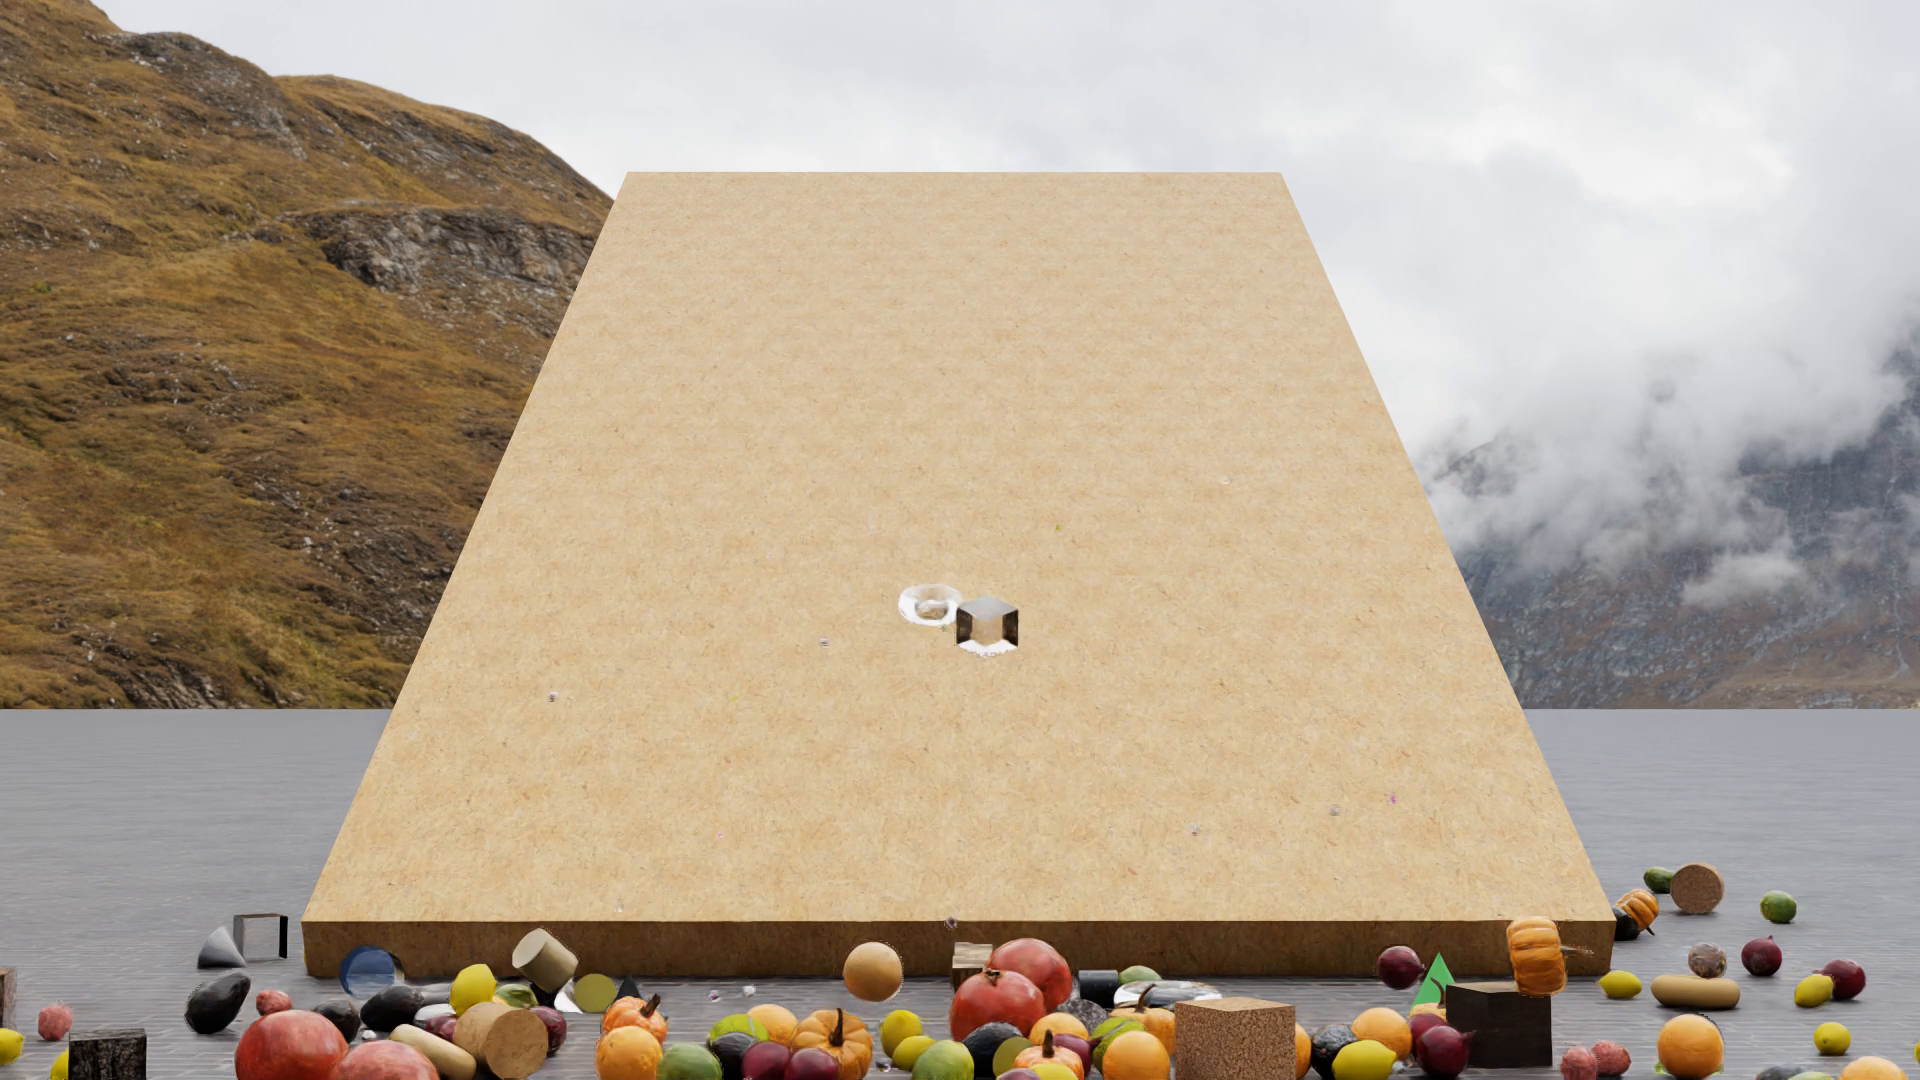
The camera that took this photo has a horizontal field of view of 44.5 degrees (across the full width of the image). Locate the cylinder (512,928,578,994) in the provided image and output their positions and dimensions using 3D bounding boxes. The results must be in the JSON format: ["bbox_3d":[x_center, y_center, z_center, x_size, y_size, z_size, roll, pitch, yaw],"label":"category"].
[{"bbox_3d":[-0.535,0.542,3.018,0.059,0.059,0.059,-4,-44,48],"label":"cylinder"}]

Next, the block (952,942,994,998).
[{"bbox_3d":[0.019,0.613,3.338,0.055,0.055,0.055,0,31,3],"label":"block"}]

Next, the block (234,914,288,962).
[{"bbox_3d":[-1.149,0.652,3.851,0.069,0.069,0.069,3,-5,-33],"label":"block"}]

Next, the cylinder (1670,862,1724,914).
[{"bbox_3d":[1.477,0.696,4.699,0.098,0.098,0.098,-1,-4,20],"label":"cylinder"}]

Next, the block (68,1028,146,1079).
[{"bbox_3d":[-0.887,0.551,2.437,0.074,0.074,0.074,2,-4,-21],"label":"block"}]

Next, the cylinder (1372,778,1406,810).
[{"bbox_3d":[0.709,0.422,3.875,0.050,0.050,0.050,-5,-10,-1],"label":"cylinder"}]

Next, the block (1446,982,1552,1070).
[{"bbox_3d":[0.629,0.566,2.739,0.087,0.087,0.087,2,-4,-21],"label":"block"}]

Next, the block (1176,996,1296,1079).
[{"bbox_3d":[0.298,0.549,2.542,0.092,0.092,0.092,3,-5,-32],"label":"block"}]

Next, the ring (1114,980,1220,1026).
[{"bbox_3d":[0.275,0.610,3.092,0.145,0.048,0.145,1,-5,0],"label":"ring"}]

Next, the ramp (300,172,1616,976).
[{"bbox_3d":[-0.009,-0.229,5.394,2.000,0.100,4.000,0,25,0],"label":"ramp"}]

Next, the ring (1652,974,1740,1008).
[{"bbox_3d":[1.017,0.624,3.242,0.118,0.039,0.118,3,-6,0],"label":"ring"}]

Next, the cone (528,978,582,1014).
[{"bbox_3d":[-0.535,0.624,3.185,0.072,0.072,0.072,30,14,34],"label":"cone"}]

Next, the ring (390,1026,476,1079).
[{"bbox_3d":[-0.580,0.565,2.580,0.103,0.034,0.103,23,-18,8],"label":"ring"}]

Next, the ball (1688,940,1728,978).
[{"bbox_3d":[1.030,0.579,3.231,0.052,0.052,0.052,0,-4,0],"label":"ball"}]

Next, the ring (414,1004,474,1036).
[{"bbox_3d":[-0.643,0.609,2.976,0.100,0.033,0.100,1,-5,0],"label":"ring"}]

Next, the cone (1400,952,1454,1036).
[{"bbox_3d":[0.614,0.578,3.005,0.099,0.099,0.099,0,-4,0],"label":"cone"}]

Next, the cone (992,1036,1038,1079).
[{"bbox_3d":[0.073,0.587,2.603,0.055,0.055,0.055,-3,-31,33],"label":"cone"}]

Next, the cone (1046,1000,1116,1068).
[{"bbox_3d":[0.136,0.592,2.751,0.082,0.082,0.082,0,-31,-7],"label":"cone"}]

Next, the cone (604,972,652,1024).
[{"bbox_3d":[-0.436,0.601,3.087,0.065,0.065,0.065,0,-4,0],"label":"cone"}]

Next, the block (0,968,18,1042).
[{"bbox_3d":[-1.231,0.581,2.931,0.083,0.083,0.083,1,-4,-12],"label":"block"}]

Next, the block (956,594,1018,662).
[{"bbox_3d":[0.050,0.162,4.351,0.082,0.082,0.082,-20,32,-36],"label":"block"}]

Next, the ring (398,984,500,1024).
[{"bbox_3d":[-0.673,0.612,3.088,0.132,0.044,0.132,-1,-3,0],"label":"ring"}]

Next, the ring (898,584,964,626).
[{"bbox_3d":[-0.055,0.123,4.480,0.129,0.043,0.129,1,25,-1],"label":"ring"}]

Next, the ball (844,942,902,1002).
[{"bbox_3d":[-0.095,0.472,2.559,0.065,0.065,0.065,0,-4,0],"label":"ball"}]

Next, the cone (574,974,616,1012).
[{"bbox_3d":[-0.499,0.628,3.197,0.056,0.056,0.056,1,-32,-12],"label":"cone"}]

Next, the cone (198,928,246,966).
[{"bbox_3d":[-1.160,0.662,3.725,0.069,0.069,0.069,26,0,10],"label":"cone"}]
